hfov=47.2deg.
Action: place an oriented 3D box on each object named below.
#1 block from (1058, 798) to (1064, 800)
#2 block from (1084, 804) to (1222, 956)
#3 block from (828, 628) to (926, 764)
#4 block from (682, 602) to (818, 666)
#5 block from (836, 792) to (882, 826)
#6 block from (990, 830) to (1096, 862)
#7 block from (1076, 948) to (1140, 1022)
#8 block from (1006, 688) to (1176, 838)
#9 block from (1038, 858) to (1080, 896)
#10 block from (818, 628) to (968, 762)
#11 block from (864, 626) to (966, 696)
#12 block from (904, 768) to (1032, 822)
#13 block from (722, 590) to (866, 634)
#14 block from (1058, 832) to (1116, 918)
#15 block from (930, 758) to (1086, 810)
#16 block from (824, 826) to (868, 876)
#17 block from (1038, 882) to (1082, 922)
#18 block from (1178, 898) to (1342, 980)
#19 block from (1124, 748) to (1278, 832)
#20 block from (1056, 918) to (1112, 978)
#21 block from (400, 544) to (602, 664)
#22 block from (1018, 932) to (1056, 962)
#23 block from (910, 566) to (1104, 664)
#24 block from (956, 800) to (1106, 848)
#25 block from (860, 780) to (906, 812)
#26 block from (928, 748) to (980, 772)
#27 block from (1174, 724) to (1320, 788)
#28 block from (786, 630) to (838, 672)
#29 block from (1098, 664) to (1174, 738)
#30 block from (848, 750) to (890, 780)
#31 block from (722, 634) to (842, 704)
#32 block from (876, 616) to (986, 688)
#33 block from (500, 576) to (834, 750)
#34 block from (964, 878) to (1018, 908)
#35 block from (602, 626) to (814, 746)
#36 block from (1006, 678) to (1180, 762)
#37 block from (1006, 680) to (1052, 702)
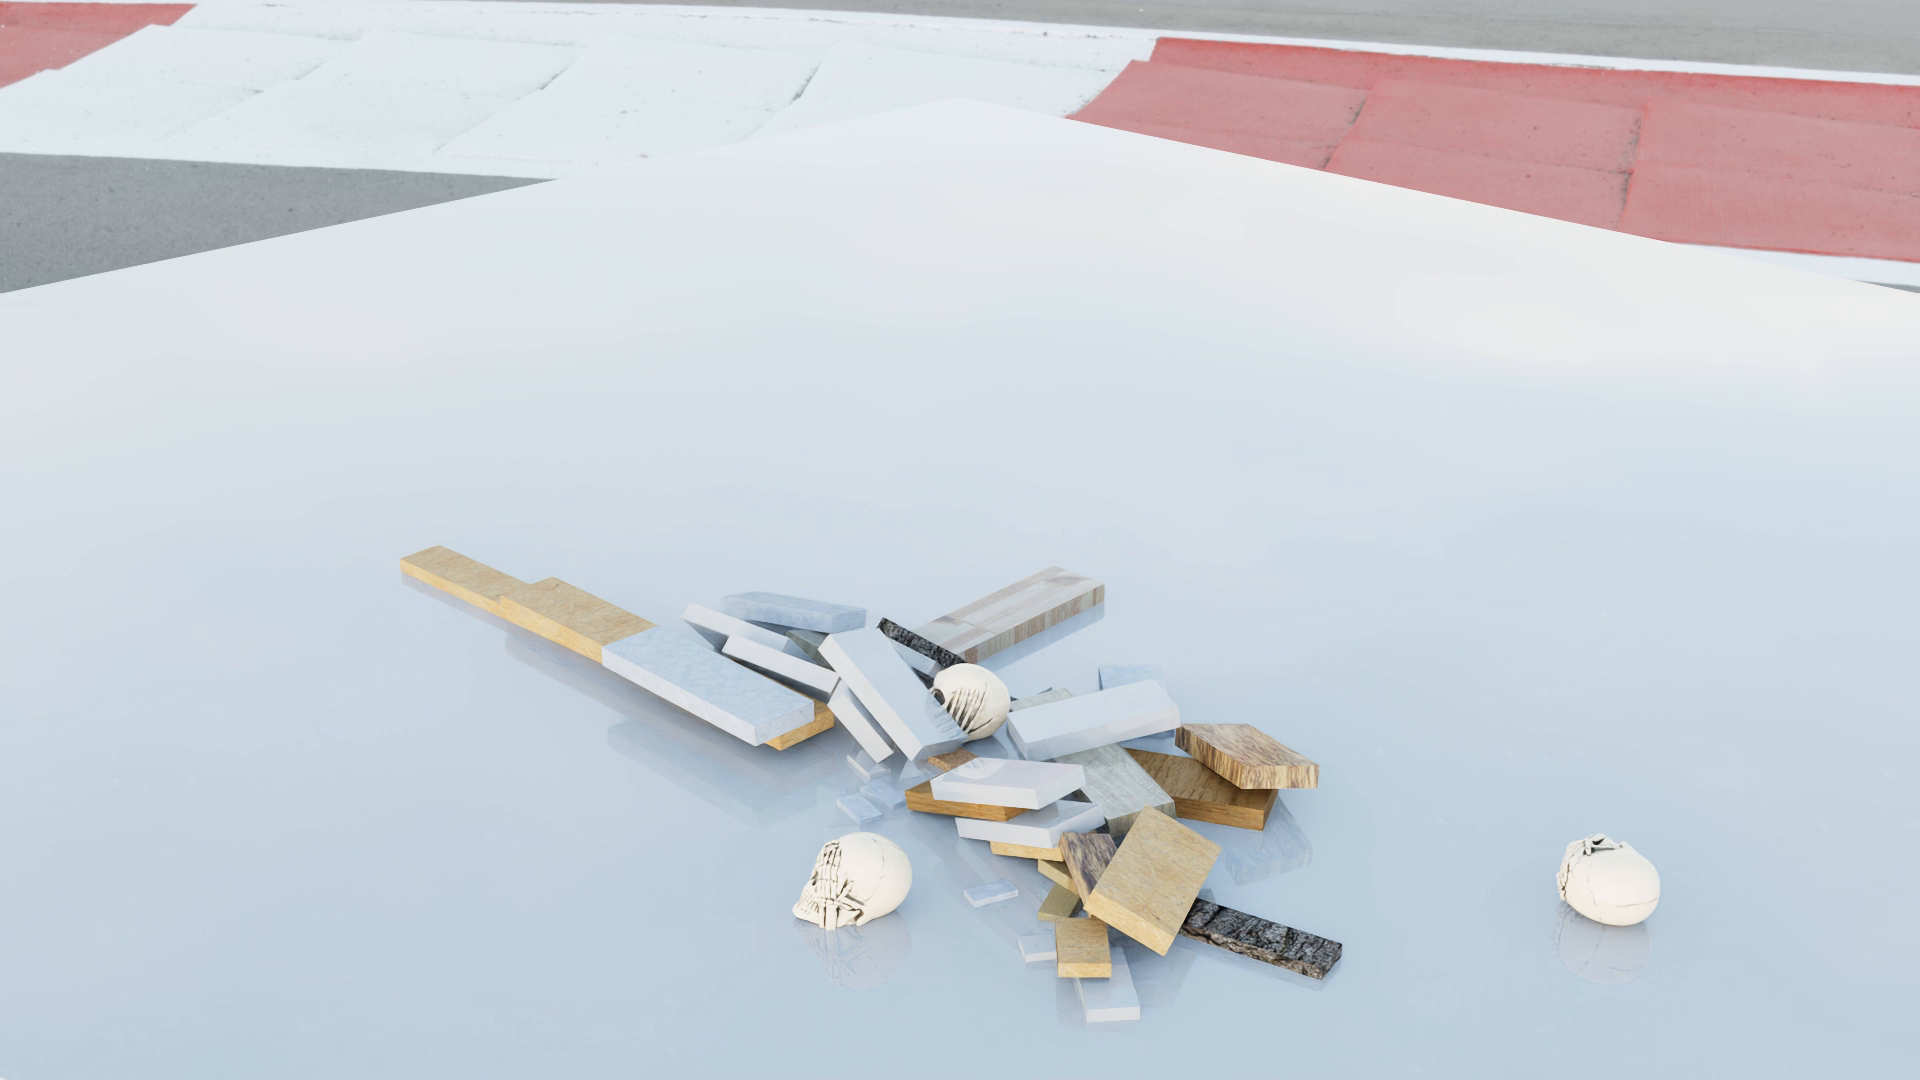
[{"bbox_3d":[0.181,0.542,4.457,0.071,0.020,0.237,-10,25,-22],"label":"block"},{"bbox_3d":[0.361,0.626,4.080,0.167,0.047,0.334,30,29,9],"label":"block"},{"bbox_3d":[-0.177,0.332,4.742,0.047,0.165,0.329,-35,12,22],"label":"block"},{"bbox_3d":[-0.478,0.234,5.025,0.308,0.154,0.044,17,71,35],"label":"block"},{"bbox_3d":[-0.204,0.546,4.456,0.051,0.014,0.102,-13,26,-28],"label":"block"},{"bbox_3d":[0.162,0.585,4.261,0.099,0.028,0.199,-19,10,-40],"label":"block"},{"bbox_3d":[0.256,0.783,3.881,0.092,0.026,0.184,-2,23,-5],"label":"block"},{"bbox_3d":[0.261,0.450,4.550,0.139,0.039,0.638,-14,20,-13],"label":"block"},{"bbox_3d":[0.252,0.640,4.174,0.099,0.028,0.199,-18,29,-36],"label":"block"},{"bbox_3d":[-0.142,0.323,4.640,0.325,0.046,0.162,48,27,22],"label":"block"},{"bbox_3d":[-0.108,0.273,4.981,0.243,0.034,0.121,24,-9,44],"label":"block"},{"bbox_3d":[0.038,0.509,4.404,0.141,0.040,0.282,-20,13,-42],"label":"block"},{"bbox_3d":[-0.395,0.170,5.228,0.308,0.044,0.154,8,8,27],"label":"block"},{"bbox_3d":[0.261,0.625,4.092,0.099,0.028,0.199,5,34,-22],"label":"block"},{"bbox_3d":[0.093,0.474,4.304,0.282,0.040,0.141,-1,14,45],"label":"block"},{"bbox_3d":[-0.224,0.607,4.304,0.071,0.020,0.142,-3,23,-8],"label":"block"},{"bbox_3d":[0.192,0.682,4.133,0.058,0.017,0.117,8,24,19],"label":"block"},{"bbox_3d":[0.532,0.724,4.021,0.318,0.026,0.092,14,26,29],"label":"block"},{"bbox_3d":[0.472,0.508,4.503,0.334,0.047,0.167,8,24,17],"label":"block"},{"bbox_3d":[0.219,0.728,3.937,0.092,0.026,0.184,0,15,1],"label":"block"},{"bbox_3d":[-0.899,0.213,5.214,1.287,0.034,0.122,19,30,38],"label":"block"},{"bbox_3d":[0.170,0.738,4.000,0.117,0.017,0.058,-5,23,-11],"label":"block"},{"bbox_3d":[0.102,0.188,5.257,0.165,0.047,0.568,20,30,38],"label":"block"},{"bbox_3d":[0.135,0.549,4.301,0.141,0.040,0.282,-19,11,-38],"label":"block"},{"bbox_3d":[-0.153,0.523,4.510,0.051,0.014,0.102,-21,31,-40],"label":"block"},{"bbox_3d":[0.007,0.472,4.623,0.071,0.020,0.142,-20,30,-39],"label":"block"},{"bbox_3d":[0.588,0.443,4.537,0.167,0.047,0.334,2,9,-18],"label":"block"},{"bbox_3d":[-0.261,0.268,5.036,0.139,0.039,0.277,-1,18,-43],"label":"block"},{"bbox_3d":[0.389,0.356,4.871,0.139,0.039,0.277,-1,23,-2],"label":"block"},{"bbox_3d":[-0.192,0.472,4.629,0.051,0.014,0.102,-13,26,-27],"label":"block"},{"bbox_3d":[-0.357,0.303,4.856,0.325,0.162,0.046,17,73,35],"label":"block"},{"bbox_3d":[-0.068,0.253,4.959,0.243,0.034,0.121,25,-8,39],"label":"block"},{"bbox_3d":[-0.684,0.266,4.991,1.000,0.044,0.154,21,31,40],"label":"block"},{"bbox_3d":[0.059,0.669,4.168,0.092,0.013,0.046,-11,25,-24],"label":"block"},{"bbox_3d":[-0.552,0.310,4.771,0.162,0.046,0.530,-21,31,-40],"label":"block"},{"bbox_3d":[0.278,0.378,4.614,0.329,0.047,0.165,-13,20,-9],"label":"block"},{"bbox_3d":[0.156,0.343,4.933,0.050,0.014,0.099,20,30,38],"label":"block"}]
